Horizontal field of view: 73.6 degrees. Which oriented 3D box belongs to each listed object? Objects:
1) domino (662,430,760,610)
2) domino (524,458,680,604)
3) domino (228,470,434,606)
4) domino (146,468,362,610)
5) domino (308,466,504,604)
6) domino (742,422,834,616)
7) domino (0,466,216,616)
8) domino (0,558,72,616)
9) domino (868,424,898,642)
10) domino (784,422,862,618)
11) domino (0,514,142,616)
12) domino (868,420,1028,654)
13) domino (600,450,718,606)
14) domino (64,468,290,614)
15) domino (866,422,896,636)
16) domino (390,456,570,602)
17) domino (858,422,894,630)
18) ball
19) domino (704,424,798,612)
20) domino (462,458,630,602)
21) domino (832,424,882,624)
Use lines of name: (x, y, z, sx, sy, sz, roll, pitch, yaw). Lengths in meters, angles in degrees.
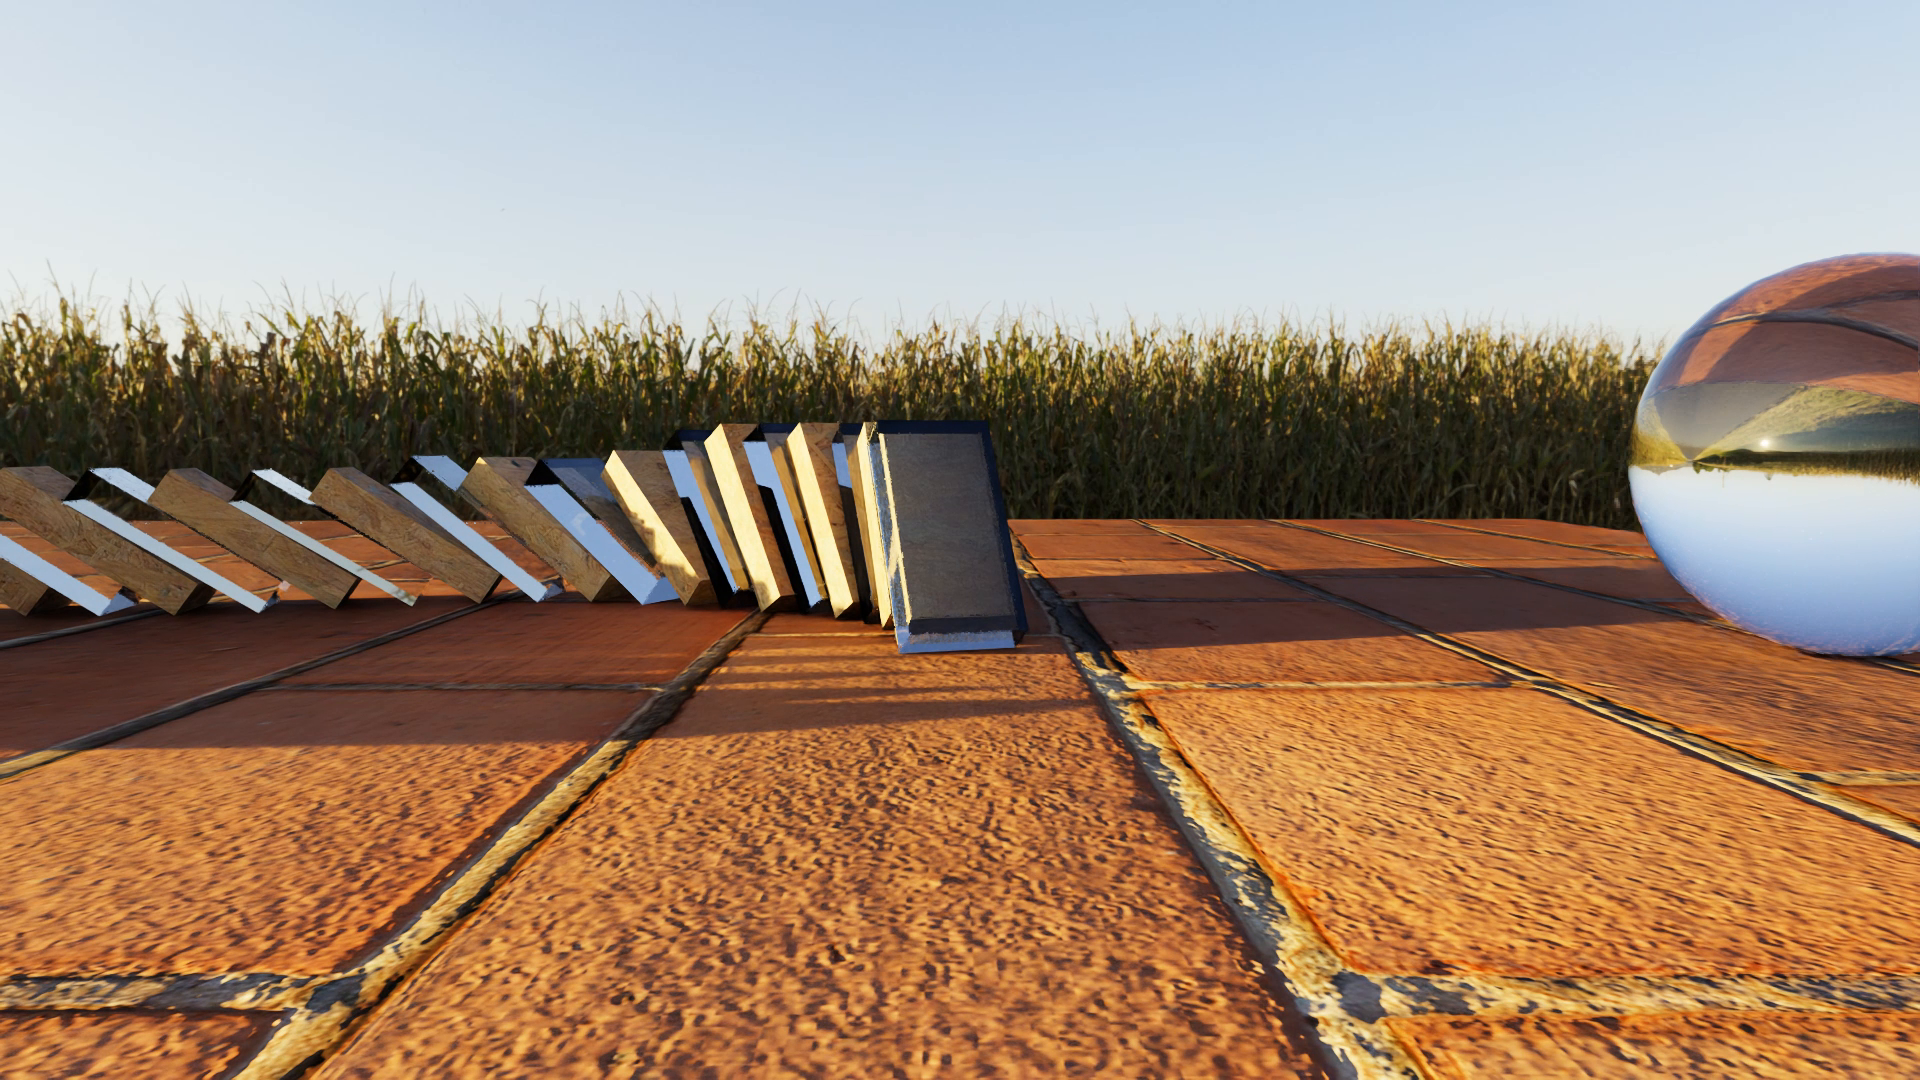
domino: (-0.059, -0.006, 0.344, 0.025, 0.050, 0.009, -3, -30, -43)
domino: (-0.094, -0.003, 0.356, 0.050, 0.009, 0.025, 42, 18, 15)
domino: (-0.165, -0.001, 0.341, 0.050, 0.009, 0.025, 34, -6, -17)
domino: (-0.182, -0.001, 0.335, 0.050, 0.009, 0.025, 35, -7, -17)
domino: (-0.148, -0.002, 0.348, 0.050, 0.009, 0.025, 34, -4, -13)
domino: (-0.036, -0.006, 0.332, 0.025, 0.050, 0.009, -4, -25, -43)
domino: (-0.215, 0.000, 0.324, 0.050, 0.010, 0.025, 36, -5, -14)
domino: (-0.248, 0.000, 0.321, 0.050, 0.009, 0.025, 37, -6, -14)
domino: (-0.004, -0.002, 0.283, 0.025, 0.050, 0.009, -1, -27, -17)
domino: (-0.025, -0.006, 0.325, 0.025, 0.050, 0.009, -3, -26, -35)
domino: (-0.232, 0.000, 0.323, 0.050, 0.009, 0.025, 37, -5, -14)
domino: (-0.003, -0.002, 0.271, 0.025, 0.050, 0.009, -1, -27, -17)
domino: (-0.075, -0.004, 0.353, 0.025, 0.009, 0.050, -4, 47, -50)
domino: (-0.197, 0.000, 0.328, 0.050, 0.009, 0.025, 35, -7, -17)
domino: (-0.005, -0.003, 0.294, 0.025, 0.050, 0.009, -1, -27, -17)
domino: (-0.130, -0.004, 0.355, 0.050, 0.009, 0.025, 39, 2, -4)
domino: (-0.008, -0.004, 0.305, 0.025, 0.050, 0.010, -1, -27, -17)
ball: (0.178, -0.017, 0.256, 0.080, 0.080, 0.080, 0, 4, 0)
domino: (-0.047, -0.007, 0.337, 0.025, 0.050, 0.009, -4, -25, -43)
domino: (-0.112, -0.004, 0.359, 0.050, 0.010, 0.025, 40, 12, 9)
domino: (-0.015, -0.005, 0.315, 0.025, 0.050, 0.009, -2, -27, -22)
